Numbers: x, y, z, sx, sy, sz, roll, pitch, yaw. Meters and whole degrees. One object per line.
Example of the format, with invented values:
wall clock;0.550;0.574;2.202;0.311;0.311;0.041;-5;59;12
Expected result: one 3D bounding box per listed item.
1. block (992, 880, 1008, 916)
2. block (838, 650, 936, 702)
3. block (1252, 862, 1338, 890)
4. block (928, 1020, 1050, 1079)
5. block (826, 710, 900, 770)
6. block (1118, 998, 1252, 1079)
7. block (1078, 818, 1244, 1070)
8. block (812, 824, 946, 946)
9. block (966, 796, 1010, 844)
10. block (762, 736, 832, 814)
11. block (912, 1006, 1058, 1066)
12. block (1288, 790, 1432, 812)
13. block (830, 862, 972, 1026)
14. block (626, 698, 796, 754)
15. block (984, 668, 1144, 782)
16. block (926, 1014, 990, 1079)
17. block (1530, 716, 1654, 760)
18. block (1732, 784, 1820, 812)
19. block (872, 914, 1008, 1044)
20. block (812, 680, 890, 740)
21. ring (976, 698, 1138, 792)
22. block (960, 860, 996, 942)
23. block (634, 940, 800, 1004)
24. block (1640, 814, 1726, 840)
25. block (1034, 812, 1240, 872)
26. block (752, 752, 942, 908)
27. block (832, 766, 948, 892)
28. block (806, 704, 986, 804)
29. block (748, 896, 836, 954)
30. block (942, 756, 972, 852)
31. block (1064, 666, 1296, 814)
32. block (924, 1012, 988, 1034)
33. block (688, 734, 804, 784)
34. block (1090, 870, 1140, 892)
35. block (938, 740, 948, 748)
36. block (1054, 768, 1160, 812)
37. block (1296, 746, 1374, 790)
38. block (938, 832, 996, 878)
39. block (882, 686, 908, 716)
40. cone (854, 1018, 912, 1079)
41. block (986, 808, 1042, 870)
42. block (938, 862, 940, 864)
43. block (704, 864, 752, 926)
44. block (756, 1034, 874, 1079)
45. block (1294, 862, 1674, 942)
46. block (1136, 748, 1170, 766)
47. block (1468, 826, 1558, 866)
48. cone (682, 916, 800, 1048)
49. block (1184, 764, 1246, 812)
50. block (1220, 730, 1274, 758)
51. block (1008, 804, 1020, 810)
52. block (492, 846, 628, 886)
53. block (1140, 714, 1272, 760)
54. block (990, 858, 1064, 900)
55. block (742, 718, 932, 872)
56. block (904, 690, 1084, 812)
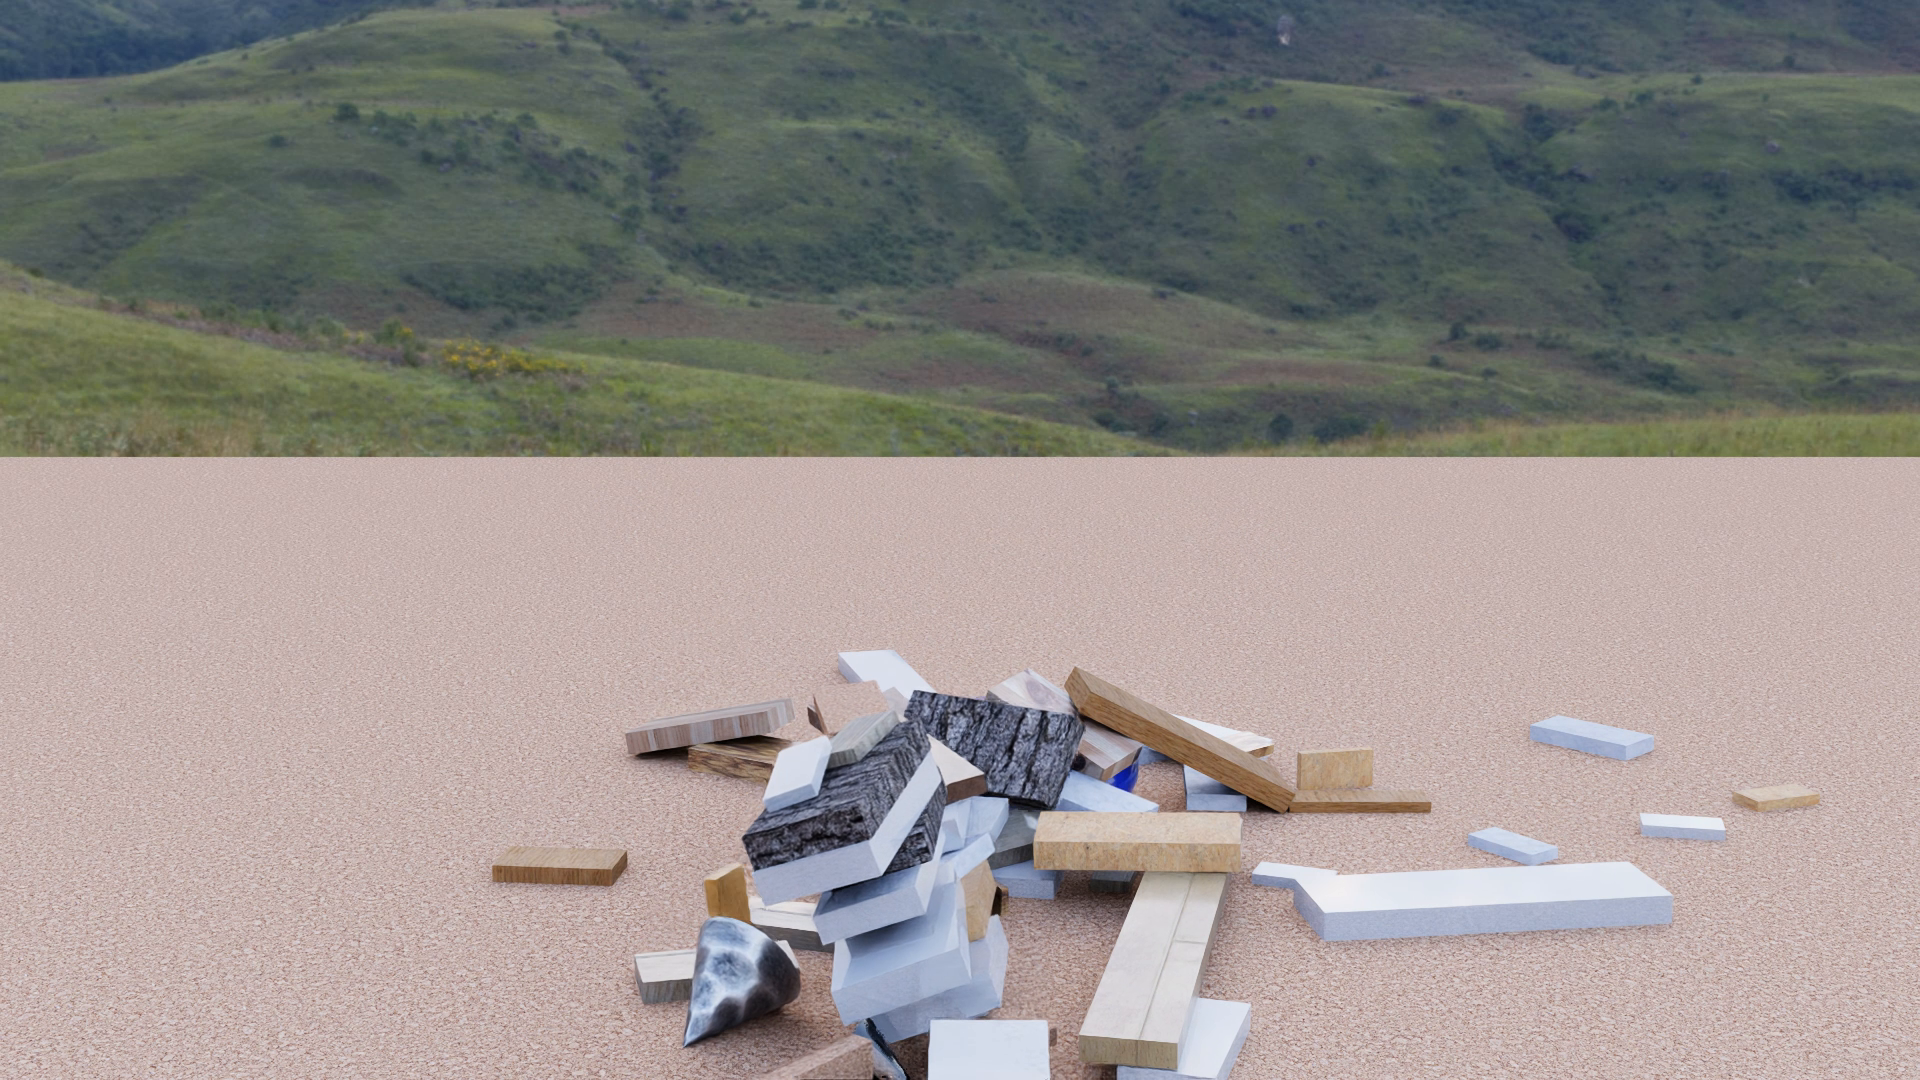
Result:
block;0.051;0.579;3.599;0.013;0.047;0.095;-5;12;-27
block;-0.122;0.353;4.839;0.135;0.038;0.801;-3;11;-14
block;0.566;0.571;3.721;0.132;0.019;0.066;4;11;21
block;0.033;0.720;2.533;0.146;0.041;0.488;0;25;1
block;-0.149;0.285;3.132;0.073;0.021;0.146;-15;11;27
block;0.310;0.694;3.010;0.131;0.037;0.262;3;11;17
block;0.326;0.589;3.378;0.131;0.037;0.999;2;10;12
block;-0.109;0.467;3.062;0.146;0.041;0.292;-19;10;9
block;0.003;0.482;3.691;0.120;0.034;0.239;2;11;11
block;-0.223;0.321;3.023;0.073;0.021;0.146;-21;18;12
block;0.034;0.680;2.973;0.182;0.026;0.091;-9;14;-39
block;0.747;0.492;4.139;0.265;0.021;0.074;0;11;0
block;-0.081;0.550;3.028;0.176;0.050;0.353;-20;10;2
block;-0.507;0.379;4.482;0.310;0.044;0.155;-10;4;15
block;0.188;0.340;4.024;0.269;0.038;0.135;33;32;24
block;0.013;0.697;3.020;0.091;0.026;0.182;2;11;9
block;1.308;0.409;4.557;0.111;0.031;0.221;-10;14;-43
block;1.545;0.488;4.163;0.142;0.020;0.071;-4;11;-20
block;-0.028;0.617;3.100;0.176;0.050;0.353;-19;1;4
block;-0.185;0.305;3.841;0.116;0.033;0.232;-10;16;-8
ring;0.138;0.412;4.163;0.404;0.135;0.404;7;18;-2
block;-0.044;0.564;3.319;0.176;0.050;0.353;-19;1;4
block;-0.364;0.645;3.285;0.232;0.033;0.116;-3;11;-14
block;1.309;0.520;3.989;0.142;0.020;0.071;2;11;12
block;0.295;0.499;3.646;0.335;0.047;0.167;0;10;7
block;-0.151;0.394;3.039;0.171;0.049;0.343;-17;11;17
block;-0.103;0.408;3.128;0.146;0.041;0.292;-19;10;8
block;-0.116;0.353;3.758;0.116;0.033;0.518;-14;17;-21
block;-0.248;0.609;3.475;0.230;0.033;0.115;3;11;18
block;-0.075;0.450;3.638;0.171;0.049;0.404;-15;7;5
block;0.410;0.374;4.113;0.448;0.044;0.155;27;9;-14
block;-0.002;0.648;3.106;0.091;0.026;0.182;-19;1;6
block;-0.368;0.439;4.363;0.310;0.044;0.155;7;12;31
block;0.265;0.567;3.743;0.066;0.019;0.132;2;11;13
block;-0.099;0.373;3.833;0.146;0.021;0.073;-8;10;45
block;0.225;0.459;3.874;0.223;0.032;0.112;19;23;32
block;0.726;0.443;4.259;0.148;0.074;0.021;-2;11;-12
block;-0.047;0.517;3.423;0.120;0.034;0.239;-19;2;25
block;-0.139;0.389;4.518;0.122;0.035;0.376;-28;16;-8
cone;-0.098;0.707;2.882;0.127;0.127;0.127;28;15;5
block;0.132;0.504;3.810;0.367;0.032;0.112;-9;25;-38
block;-0.099;0.490;3.141;0.120;0.034;0.239;-19;10;9
block;-0.338;0.560;3.244;0.021;0.146;0.073;-3;10;28
block;-0.194;0.706;2.738;0.031;0.111;0.222;8;13;39
block;0.845;0.585;3.568;0.577;0.047;0.167;-1;11;-8
block;0.369;0.423;4.480;0.221;0.031;0.111;-7;13;-34
block;0.975;0.540;3.882;0.071;0.020;0.142;-8;13;-36
cone;-0.344;0.655;3.106;0.172;0.172;0.172;7;39;32
block;0.488;0.471;4.221;0.111;0.031;0.221;1;11;4
block;0.542;0.413;4.343;0.148;0.021;0.074;-9;24;-38
block;0.041;0.511;3.887;0.113;0.032;0.227;-1;17;16
block;-0.684;0.557;3.764;0.207;0.029;0.103;1;11;6
block;0.491;0.408;4.430;0.245;0.035;0.122;13;20;21
block;0.055;0.565;3.714;0.227;0.032;0.113;2;11;12
block;-0.165;0.346;3.038;0.171;0.049;0.343;-17;11;17
block;0.039;0.371;3.895;0.335;0.167;0.047;7;-28;31
